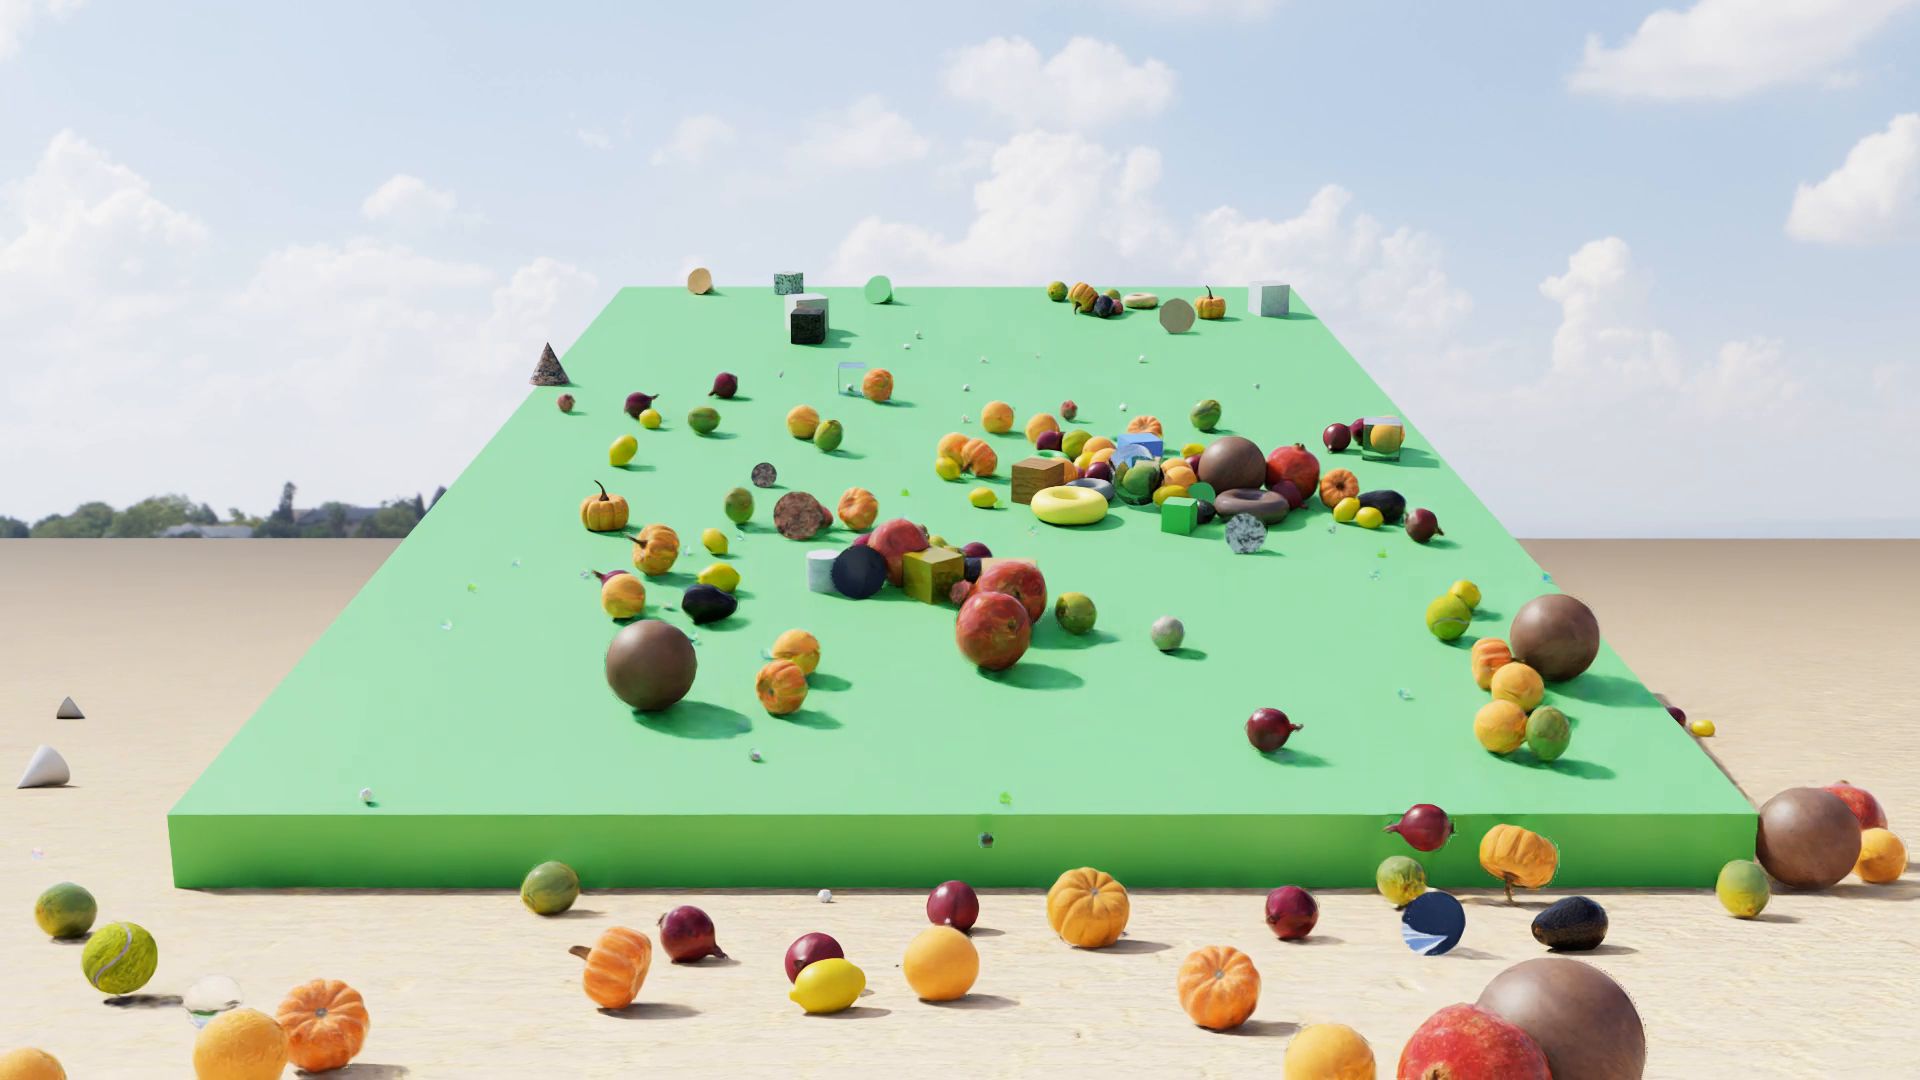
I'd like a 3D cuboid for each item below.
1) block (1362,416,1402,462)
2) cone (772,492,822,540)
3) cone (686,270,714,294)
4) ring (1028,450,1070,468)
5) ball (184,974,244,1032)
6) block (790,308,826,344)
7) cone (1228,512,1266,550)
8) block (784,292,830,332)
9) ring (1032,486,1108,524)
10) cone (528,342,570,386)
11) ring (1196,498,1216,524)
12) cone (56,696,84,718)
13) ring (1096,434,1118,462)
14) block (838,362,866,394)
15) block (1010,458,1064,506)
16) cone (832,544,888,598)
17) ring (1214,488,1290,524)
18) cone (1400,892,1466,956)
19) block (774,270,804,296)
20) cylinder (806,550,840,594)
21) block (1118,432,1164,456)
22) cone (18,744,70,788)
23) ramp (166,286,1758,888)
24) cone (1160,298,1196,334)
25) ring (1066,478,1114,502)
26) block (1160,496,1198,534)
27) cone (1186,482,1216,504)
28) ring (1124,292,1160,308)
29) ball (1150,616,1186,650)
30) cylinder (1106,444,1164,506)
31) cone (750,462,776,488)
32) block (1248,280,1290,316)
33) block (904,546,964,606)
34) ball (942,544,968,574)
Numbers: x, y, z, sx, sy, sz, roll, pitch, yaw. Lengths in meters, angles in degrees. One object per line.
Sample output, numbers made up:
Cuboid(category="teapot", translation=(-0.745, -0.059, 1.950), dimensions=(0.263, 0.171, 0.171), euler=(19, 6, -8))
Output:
Cuboid(category="block", translation=(0.872, -0.209, 4.566), dimensions=(0.076, 0.076, 0.076), euler=(3, 16, 9))
Cuboid(category="cone", translation=(-0.290, -0.035, 4.021), dimensions=(0.090, 0.090, 0.090), euler=(0, -11, 3))
Cuboid(category="cone", translation=(-0.748, -0.751, 6.517), dimensions=(0.084, 0.084, 0.084), euler=(0, 1, 30))
Cuboid(category="ring", translation=(0.181, -0.161, 4.481), dimensions=(0.087, 0.029, 0.087), euler=(1, 17, 0))
Cuboid(category="ball", translation=(-0.673, 0.418, 1.992), dimensions=(0.052, 0.052, 0.052), euler=(0, 0, 0))
Cuboid(category="block", translation=(-0.398, -0.558, 5.771), dimensions=(0.079, 0.079, 0.079), euler=(1, 16, 4))
Cuboid(category="cone", translation=(0.501, -0.004, 3.928), dimensions=(0.072, 0.072, 0.072), euler=(0, -20, -9))
Cuboid(category="block", translation=(-0.411, -0.607, 5.919), dimensions=(0.092, 0.092, 0.092), euler=(-7, 17, -23))
Cuboid(category="ring", translation=(0.204, -0.064, 4.111), dimensions=(0.143, 0.048, 0.143), euler=(1, 17, 0))
Cuboid(category="cone", translation=(-0.983, -0.427, 5.274), dimensions=(0.099, 0.099, 0.099), euler=(0, 16, 0))
Cuboid(category="ring", translation=(0.426, -0.054, 4.102), dimensions=(0.098, 0.033, 0.098), euler=(1, 16, 0))
Cuboid(category="cone", translation=(-2.142, 0.418, 5.340), dimensions=(0.060, 0.060, 0.060), euler=(27, -3, -6))
Cuboid(category="ring", translation=(0.347, -0.187, 4.543), dimensions=(0.136, 0.045, 0.136), euler=(0, 15, 0))
Cuboid(category="block", translation=(-0.252, -0.378, 5.172), dimensions=(0.064, 0.064, 0.064), euler=(0, 16, -1))
Cuboid(category="block", translation=(0.148, -0.111, 4.226), dimensions=(0.074, 0.074, 0.074), euler=(10, 19, 32))
Cuboid(category="cone", translation=(-0.160, 0.061, 3.685), dimensions=(0.091, 0.091, 0.091), euler=(0, -13, 6))
Cuboid(category="ring", translation=(0.543, -0.062, 4.107), dimensions=(0.141, 0.047, 0.141), euler=(1, 15, 0))
Cuboid(category="cone", translation=(0.524, 0.426, 2.386), dimensions=(0.072, 0.072, 0.072), euler=(0, -26, 36))
Cuboid(category="block", translation=(-0.503, -0.754, 6.483), dimensions=(0.062, 0.062, 0.062), euler=(9, 18, 28))
Cuboid(category="cylinder", translation=(-0.227, 0.052, 3.684), dimensions=(0.059, 0.059, 0.059), euler=(0, 16, 0))
Cuboid(category="block", translation=(0.362, -0.171, 4.440), dimensions=(0.071, 0.071, 0.071), euler=(-4, 17, -15))
Cuboid(category="cone", translation=(-1.634, 0.418, 3.901), dimensions=(0.082, 0.082, 0.082), euler=(0, 27, 35))
Cuboid(category="ramp", translation=(-0.002, -0.160, 4.709), dimensions=(2.000, 0.100, 4.000), euler=(0, 16, 0))
Cuboid(category="cone", translation=(0.574, -0.588, 5.941), dimensions=(0.099, 0.099, 0.099), euler=(0, -12, -7))
Cuboid(category="ring", translation=(0.248, -0.093, 4.236), dimensions=(0.100, 0.033, 0.100), euler=(-1, 17, 0))
Cuboid(category="block", translation=(0.401, -0.045, 4.033), dimensions=(0.053, 0.053, 0.053), euler=(6, 17, 19))
Cuboid(category="cone", translation=(0.461, -0.078, 4.200), dimensions=(0.055, 0.055, 0.055), euler=(0, -11, 11))
Cuboid(category="ring", translation=(0.516, -0.682, 6.287), dimensions=(0.103, 0.034, 0.103), euler=(0, 15, 0))
Cuboid(category="ball", translation=(0.318, 0.143, 3.380), dimensions=(0.053, 0.053, 0.053), euler=(0, 0, 0))
Cuboid(category="cylinder", translation=(0.336, -0.125, 4.233), dimensions=(0.098, 0.098, 0.098), euler=(0, 16, -4))
Cuboid(category="cone", translation=(-0.381, -0.122, 4.354), dimensions=(0.052, 0.052, 0.052), euler=(0, -11, 9))
Cuboid(category="block", translation=(0.864, -0.676, 6.175), dimensions=(0.085, 0.085, 0.085), euler=(-5, 17, -17))
Cuboid(category="block", translation=(-0.043, 0.059, 3.639), dimensions=(0.071, 0.071, 0.071), euler=(-13, 21, -39))
Cuboid(category="ball", translation=(-0.015, 0.038, 3.713), dimensions=(0.060, 0.060, 0.060), euler=(0, 0, 0))
